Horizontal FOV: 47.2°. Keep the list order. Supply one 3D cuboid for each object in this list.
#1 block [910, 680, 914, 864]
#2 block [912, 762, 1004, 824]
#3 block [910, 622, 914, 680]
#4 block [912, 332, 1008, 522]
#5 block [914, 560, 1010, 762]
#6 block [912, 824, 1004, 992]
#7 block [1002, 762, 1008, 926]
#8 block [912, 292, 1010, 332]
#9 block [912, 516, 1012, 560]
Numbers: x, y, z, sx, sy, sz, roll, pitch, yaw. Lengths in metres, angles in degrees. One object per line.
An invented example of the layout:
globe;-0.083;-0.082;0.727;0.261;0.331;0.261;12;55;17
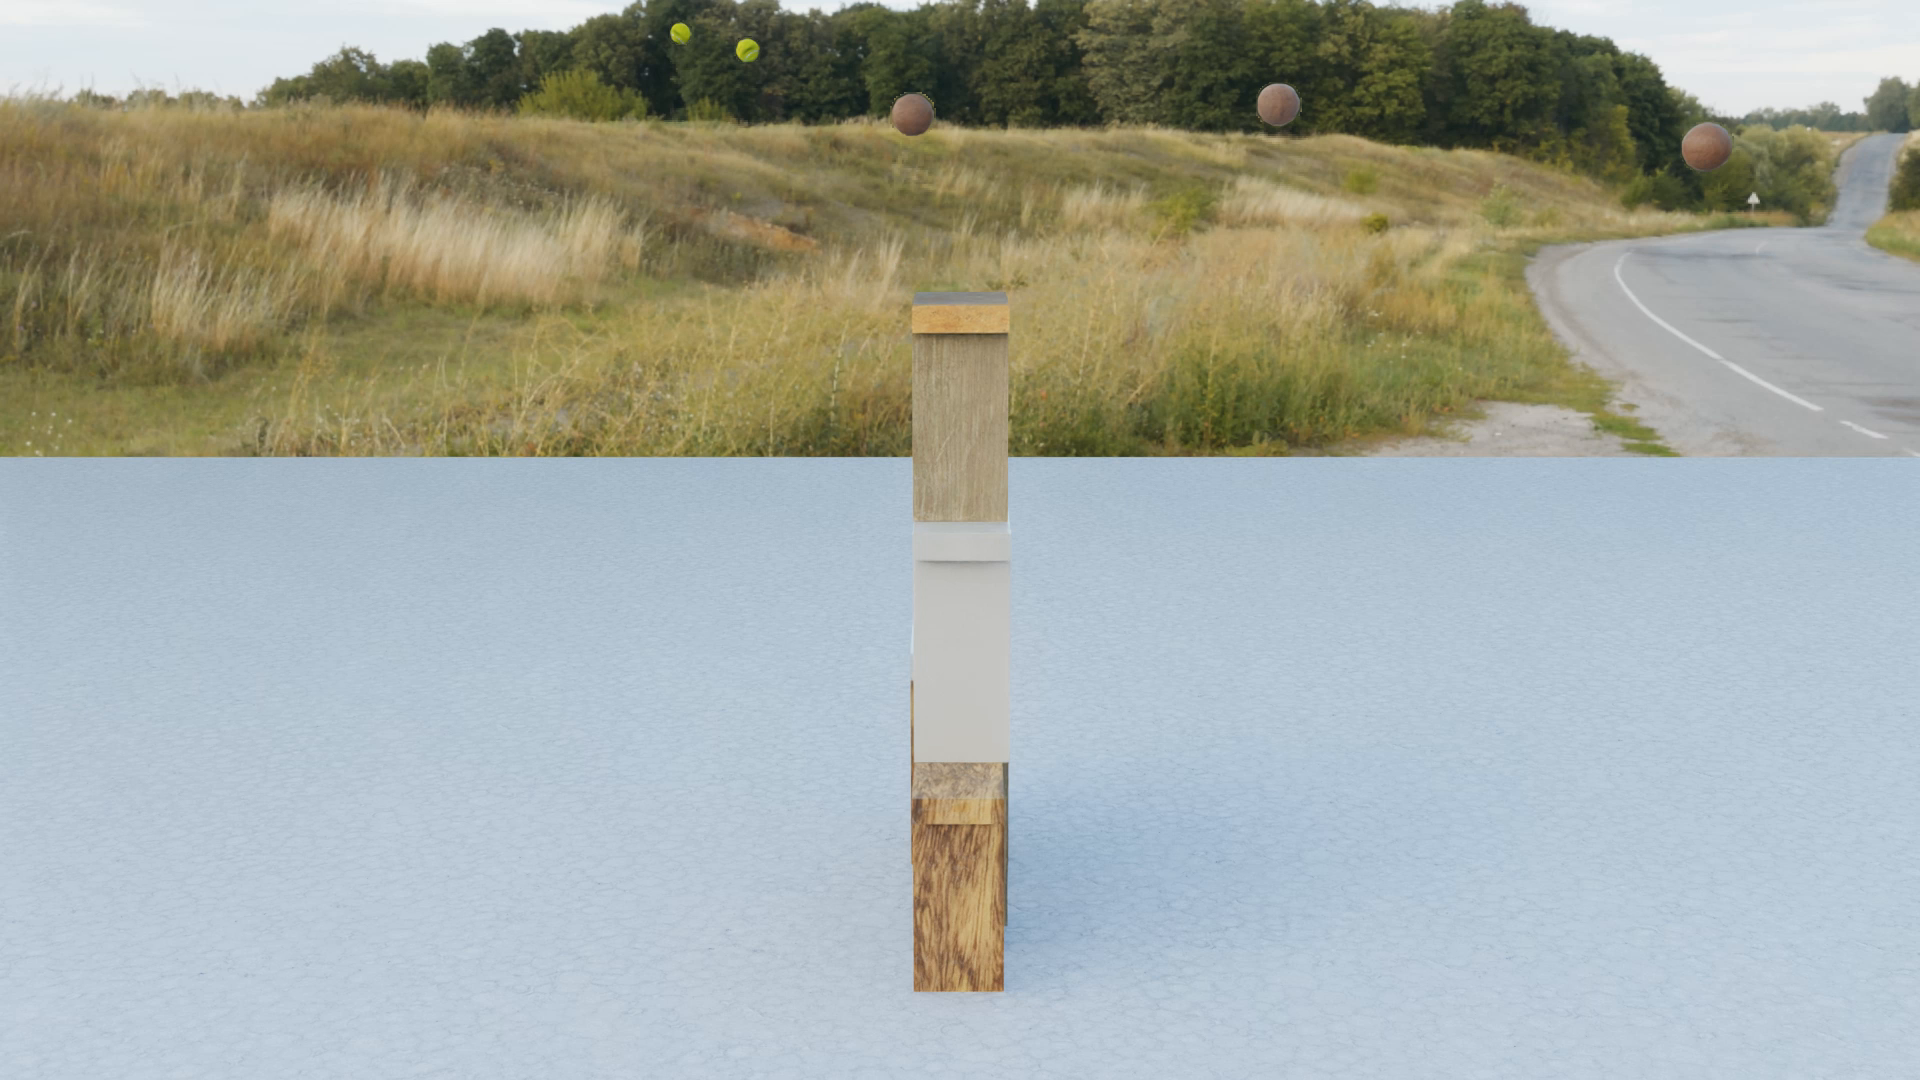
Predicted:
block;0.000;0.393;3.807;0.168;0.337;0.048;0;11;0
block;-0.002;0.368;3.304;0.133;0.038;0.266;0;11;0
block;0.000;0.184;3.882;0.168;0.048;0.337;0;11;0
block;0.001;-0.175;3.351;0.145;0.290;0.041;0;10;0
block;0.003;0.179;3.344;0.146;0.319;0.041;0;11;0
block;-0.002;0.533;3.245;0.133;0.266;0.038;0;11;0
block;0.003;0.471;3.513;0.145;0.290;0.041;0;11;0
block;0.001;-0.355;3.418;0.145;0.041;0.290;0;10;0
block;0.003;-0.016;3.407;0.146;0.041;0.292;0;11;0
